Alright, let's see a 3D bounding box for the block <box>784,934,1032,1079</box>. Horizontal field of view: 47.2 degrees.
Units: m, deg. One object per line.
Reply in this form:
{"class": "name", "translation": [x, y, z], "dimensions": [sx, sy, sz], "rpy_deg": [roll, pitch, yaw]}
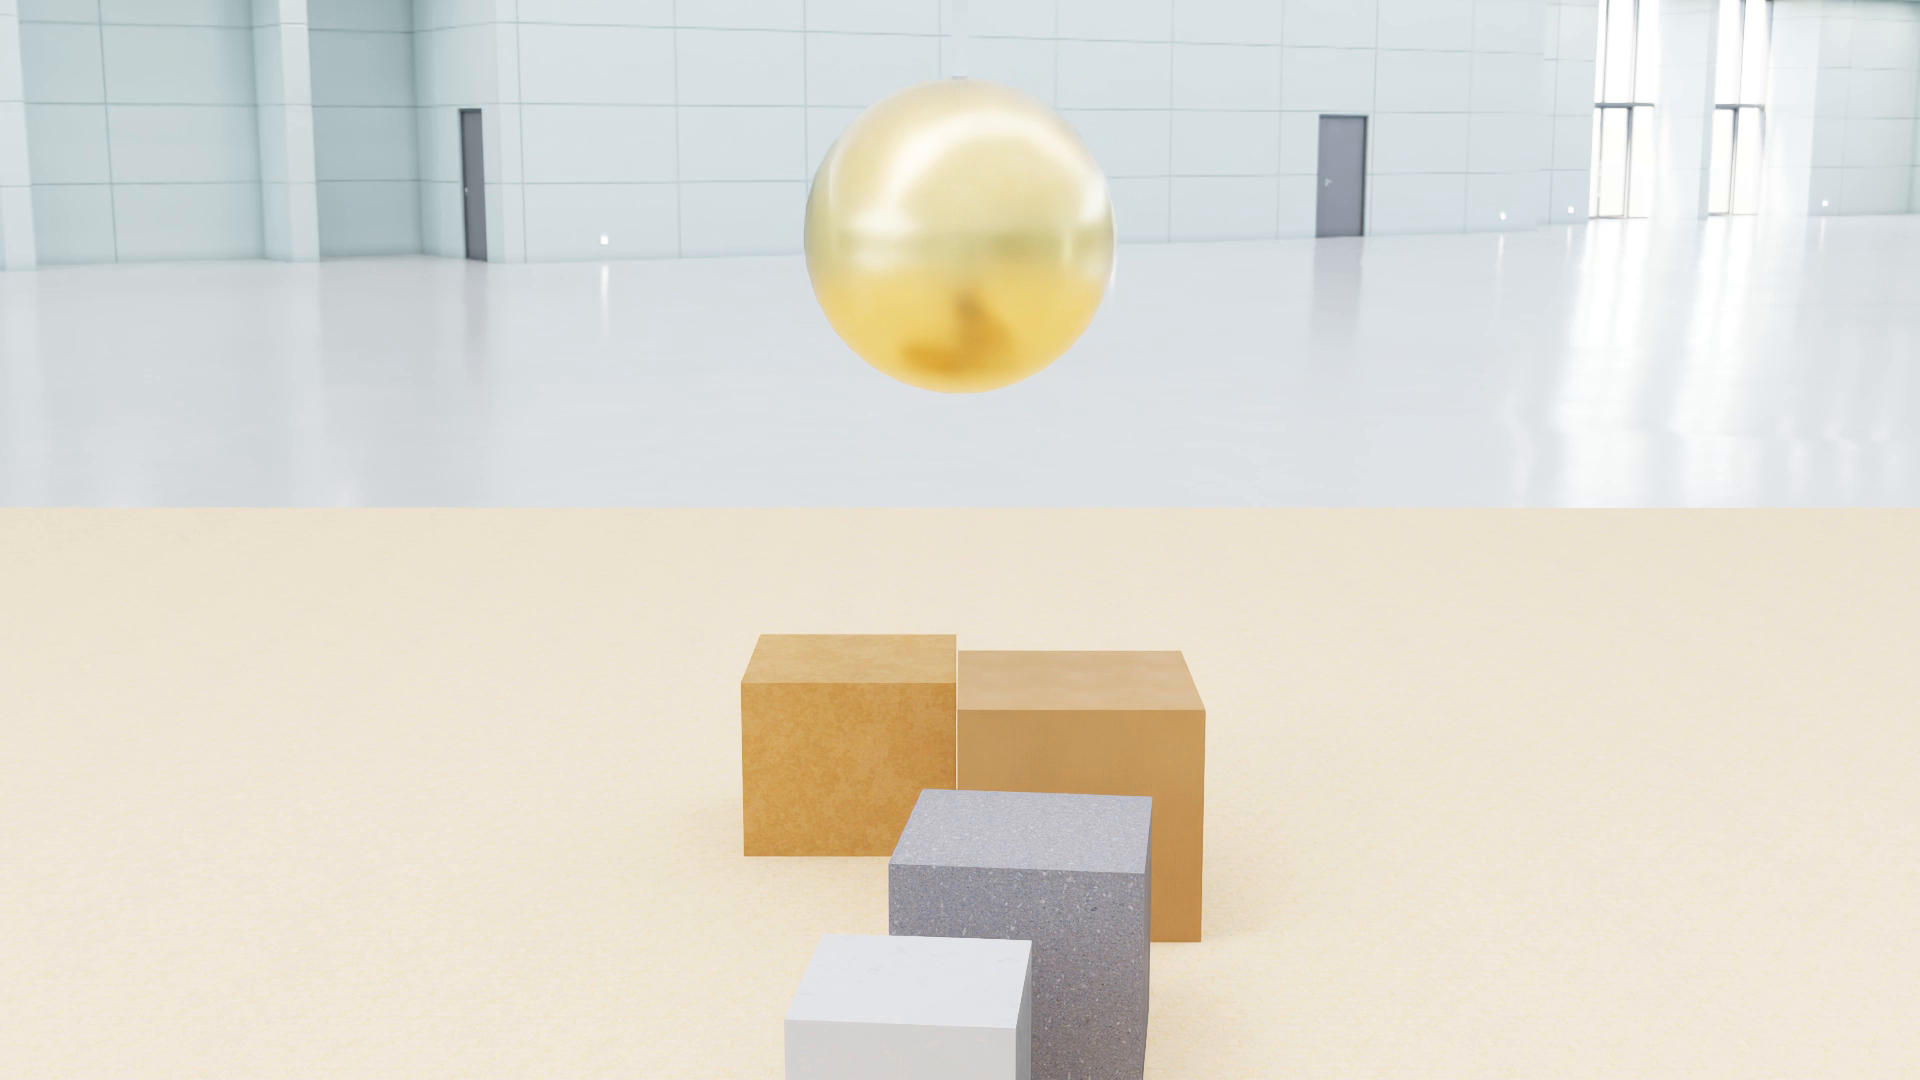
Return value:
{"class": "block", "translation": [-0.152, 1.829, 7.310], "dimensions": [0.729, 0.786, 0.764], "rpy_deg": [1, 10, 5]}

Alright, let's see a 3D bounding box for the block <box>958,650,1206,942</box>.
{"class": "block", "translation": [0.530, 1.160, 10.216], "dimensions": [1.082, 1.062, 1.131], "rpy_deg": [0, 10, 0]}

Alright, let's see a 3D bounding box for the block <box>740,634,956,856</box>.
{"class": "block", "translation": [-0.546, 1.039, 11.371], "dimensions": [1.055, 0.887, 1.078], "rpy_deg": [0, 10, 0]}

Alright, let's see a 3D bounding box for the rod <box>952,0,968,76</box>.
{"class": "rod", "translation": [0.000, -4.857, 10.426], "dimensions": [0.080, 5.200, 0.080], "rpy_deg": [0, 13, 0]}

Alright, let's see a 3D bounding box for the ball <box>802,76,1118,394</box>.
{"class": "ball", "translation": [0.000, -1.545, 11.197], "dimensions": [1.600, 1.600, 1.600], "rpy_deg": [0, 10, 0]}

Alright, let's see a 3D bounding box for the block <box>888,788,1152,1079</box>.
{"class": "block", "translation": [0.257, 1.550, 8.522], "dimensions": [0.933, 0.900, 0.949], "rpy_deg": [1, 10, 7]}
